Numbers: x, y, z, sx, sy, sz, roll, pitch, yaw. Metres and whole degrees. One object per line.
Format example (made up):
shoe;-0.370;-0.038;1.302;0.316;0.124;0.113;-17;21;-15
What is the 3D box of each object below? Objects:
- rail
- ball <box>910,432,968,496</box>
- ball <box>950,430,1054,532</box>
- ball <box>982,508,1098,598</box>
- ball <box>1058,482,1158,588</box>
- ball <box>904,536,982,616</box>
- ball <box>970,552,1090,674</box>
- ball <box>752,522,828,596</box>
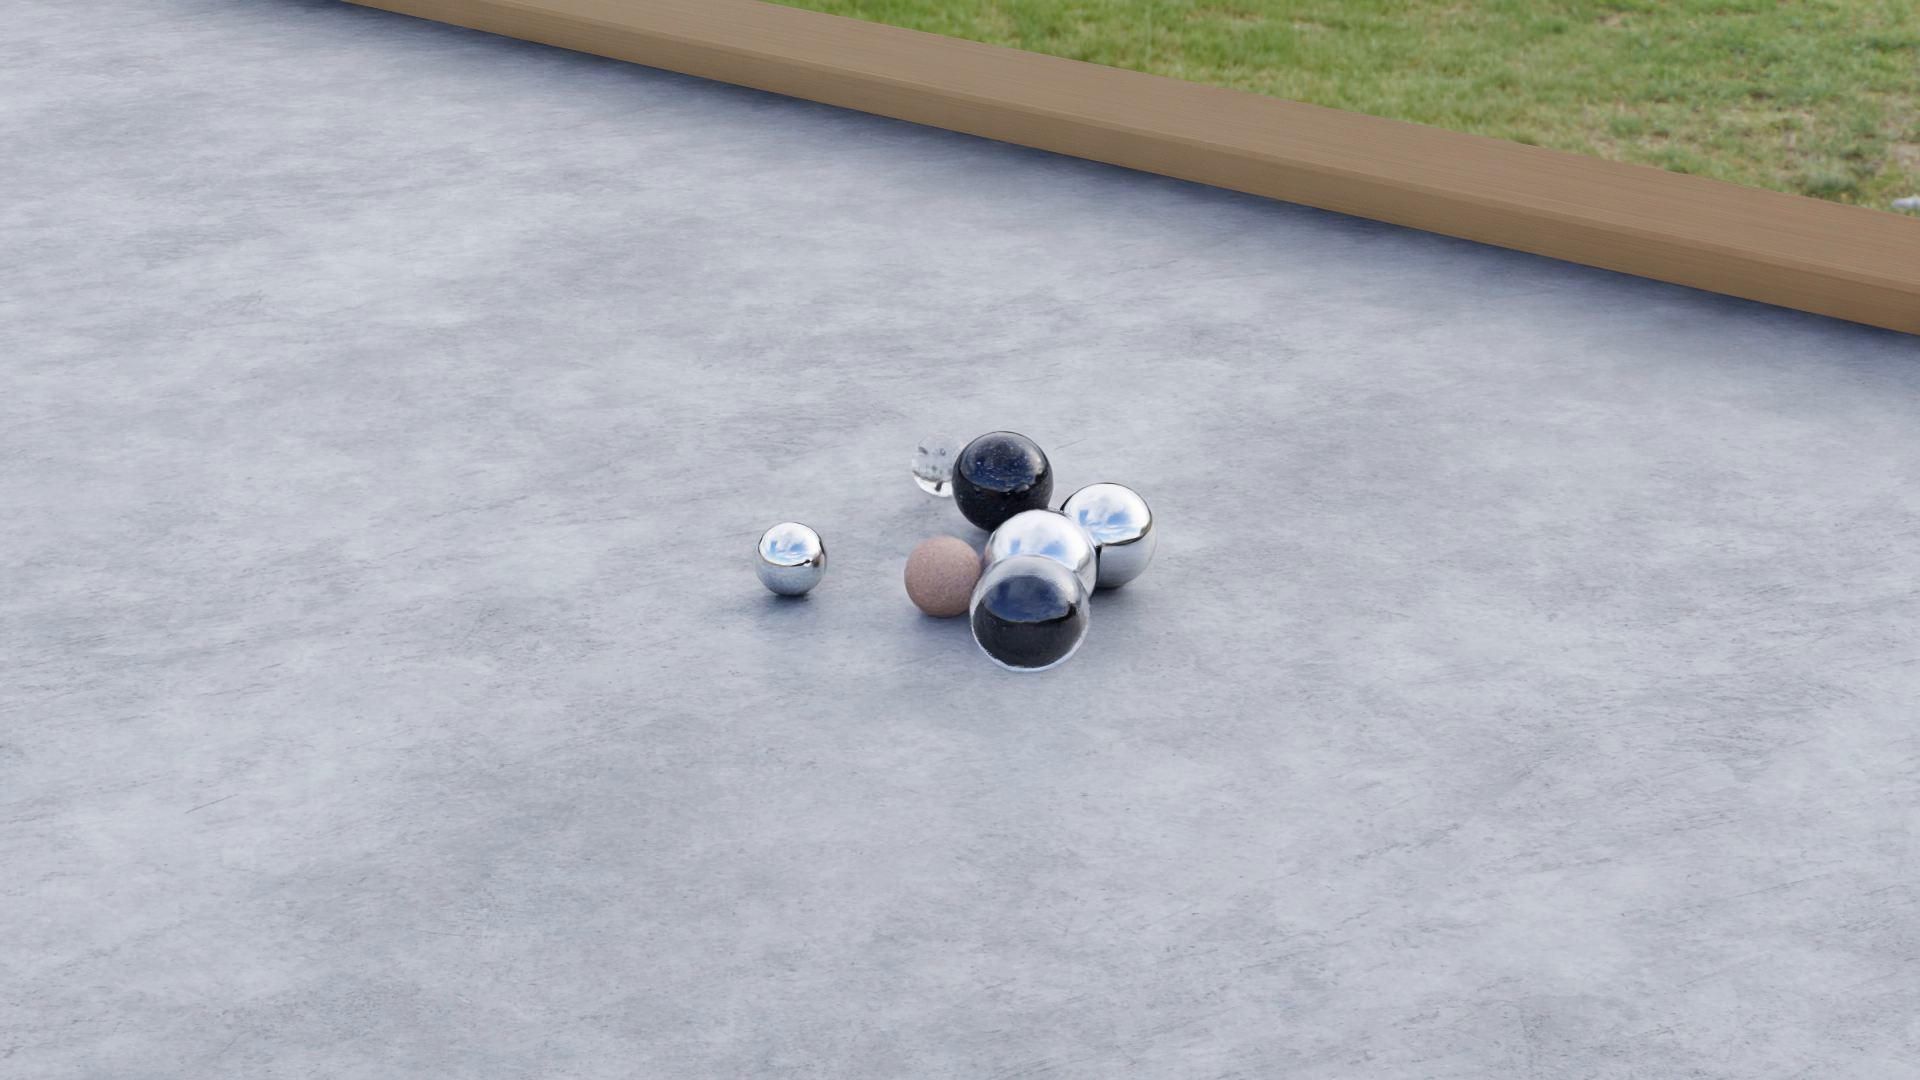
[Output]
rail;-0.072;-0.624;3.989;4.416;0.125;0.045;18;28;37
ball;-0.015;-0.070;2.711;0.060;0.060;0.060;0;22;0
ball;0.038;-0.051;2.622;0.092;0.092;0.092;0;22;0
ball;0.066;0.022;2.434;0.096;0.096;0.096;0;22;0
ball;0.124;-0.004;2.508;0.090;0.090;0.090;0;22;0
ball;-0.013;0.030;2.454;0.067;0.067;0.067;0;22;0
ball;0.055;0.058;2.345;0.097;0.097;0.097;0;22;0
ball;-0.144;0.016;2.493;0.064;0.064;0.064;0;22;0
